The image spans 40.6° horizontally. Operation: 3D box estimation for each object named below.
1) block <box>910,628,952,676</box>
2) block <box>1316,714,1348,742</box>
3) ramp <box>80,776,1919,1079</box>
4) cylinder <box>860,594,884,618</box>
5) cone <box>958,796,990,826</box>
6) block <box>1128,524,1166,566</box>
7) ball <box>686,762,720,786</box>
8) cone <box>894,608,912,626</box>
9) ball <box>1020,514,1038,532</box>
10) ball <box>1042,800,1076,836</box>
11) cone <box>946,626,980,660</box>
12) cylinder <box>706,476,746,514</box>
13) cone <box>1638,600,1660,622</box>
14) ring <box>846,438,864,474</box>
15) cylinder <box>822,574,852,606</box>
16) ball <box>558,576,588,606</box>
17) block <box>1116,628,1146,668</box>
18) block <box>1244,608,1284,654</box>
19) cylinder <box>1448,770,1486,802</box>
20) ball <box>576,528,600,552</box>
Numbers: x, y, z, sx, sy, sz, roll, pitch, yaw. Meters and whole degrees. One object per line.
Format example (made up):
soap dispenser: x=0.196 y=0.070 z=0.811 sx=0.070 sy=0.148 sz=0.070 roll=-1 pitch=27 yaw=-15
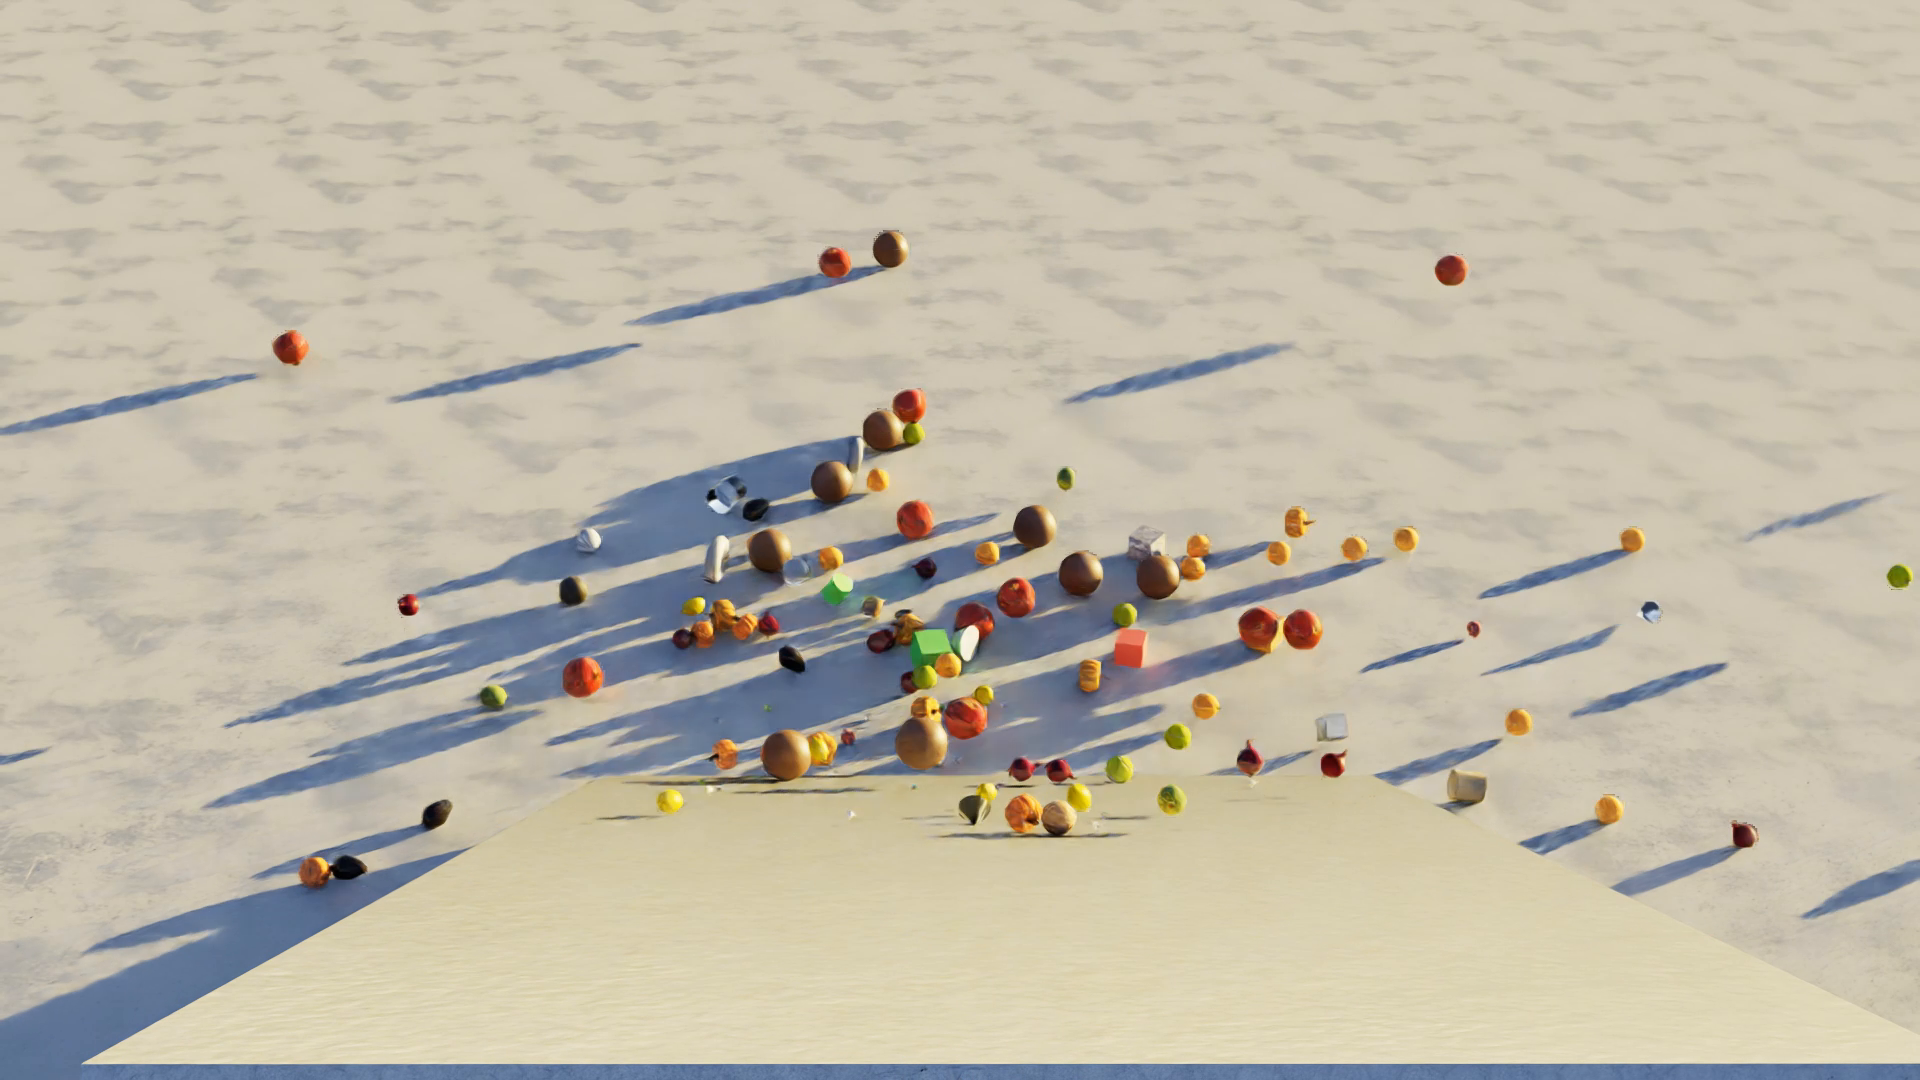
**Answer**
block: x=-0.082 y=0.312 z=7.220 sx=0.087 sy=0.087 sz=0.087 roll=-4 pitch=45 yaw=-18
block: x=0.998 y=0.505 z=6.959 sx=0.062 sy=0.062 sz=0.062 roll=0 pitch=73 yaw=-18
ramp: x=0.072 y=0.632 z=4.732 sx=2.000 sy=0.100 sz=4.000 roll=0 pitch=-1 yaw=0
cylinder: x=-0.254 y=0.193 z=7.473 sx=0.055 sy=0.055 sz=0.055 roll=18 pitch=-4 yaw=1
cone: x=0.030 y=0.577 z=5.387 sx=0.067 sy=0.067 sz=0.067 roll=-1 pitch=26 yaw=-2
block: x=0.558 y=0.017 z=7.752 sx=0.080 sy=0.080 sz=0.080 roll=21 pitch=38 yaw=29
ball: x=-0.634 y=0.592 z=6.417 sx=0.085 sy=0.085 sz=0.085 roll=0 pitch=32 yaw=0
cone: x=-0.159 y=0.232 z=7.466 sx=0.050 sy=0.050 sz=0.050 roll=-7 pitch=60 yaw=-11
ball: x=0.209 y=-0.052 z=7.885 sx=0.054 sy=0.054 sz=0.054 roll=0 pitch=32 yaw=0
ball: x=0.196 y=0.554 z=5.171 sx=0.069 sy=0.069 sz=0.069 roll=0 pitch=32 yaw=0
cone: x=-0.014 y=0.283 z=7.311 sx=0.100 sy=0.100 sz=0.100 roll=9 pitch=32 yaw=31
cylinder: x=-0.719 y=-0.140 z=7.987 sx=0.088 sy=0.088 sz=0.088 roll=17 pitch=37 yaw=25
cone: x=1.970 y=0.212 z=7.466 sx=0.065 sy=0.065 sz=0.065 roll=-18 pitch=-4 yaw=-26
ring: x=-0.330 y=-0.266 z=8.157 sx=0.039 sy=0.116 sz=0.116 roll=11 pitch=31 yaw=-8
cylinder: x=-0.356 y=0.143 z=7.518 sx=0.066 sy=0.066 sz=0.066 roll=23 pitch=42 yaw=-23
ball: x=-1.126 y=0.147 z=7.540 sx=0.087 sy=0.087 sz=0.087 roll=0 pitch=32 yaw=0
block: x=0.482 y=0.304 z=7.304 sx=0.075 sy=0.075 sz=0.075 roll=7 pitch=33 yaw=11
block: x=0.864 y=0.259 z=7.362 sx=0.082 sy=0.082 sz=0.082 roll=17 pitch=31 yaw=25
cylinder: x=1.321 y=0.642 z=6.756 sx=0.080 sy=0.080 sz=0.080 roll=6 pitch=32 yaw=-6
ball: x=-1.116 y=0.001 z=7.784 sx=0.072 sy=0.072 sz=0.072 roll=0 pitch=32 yaw=0
